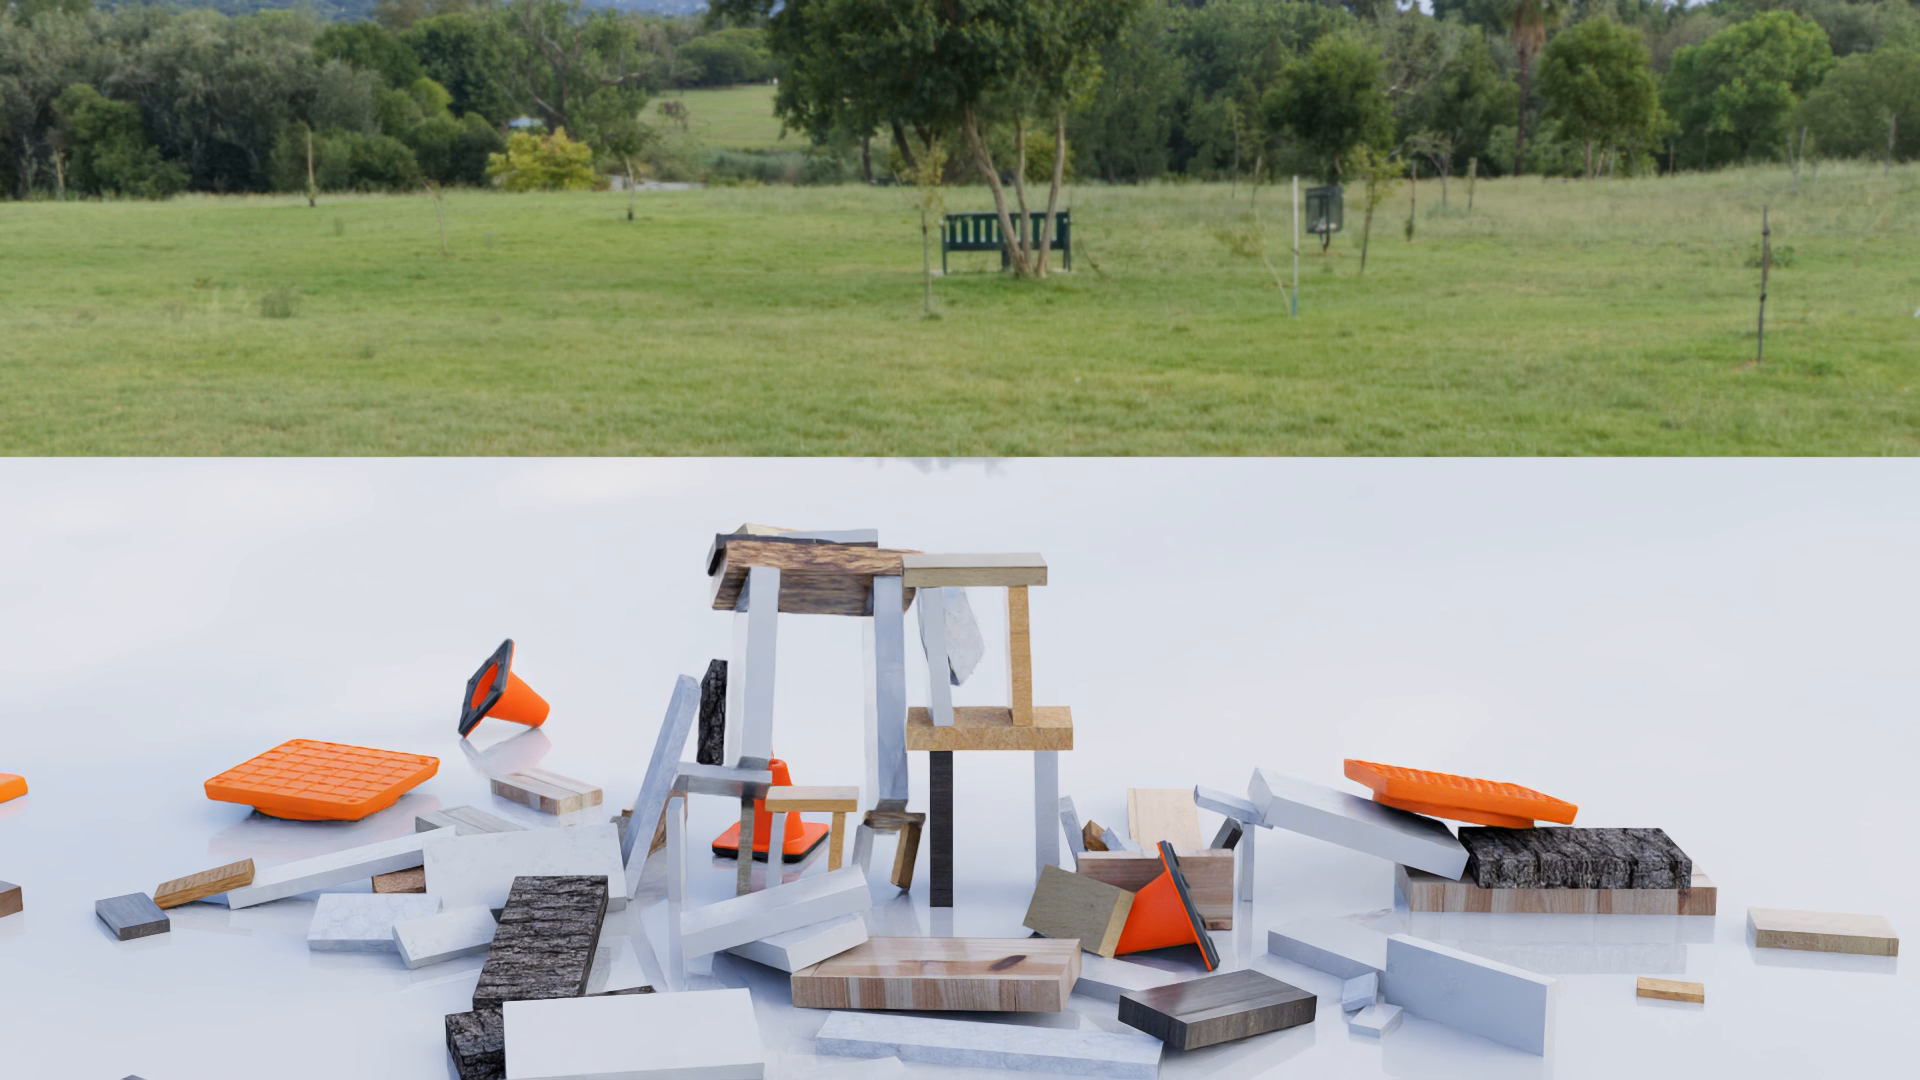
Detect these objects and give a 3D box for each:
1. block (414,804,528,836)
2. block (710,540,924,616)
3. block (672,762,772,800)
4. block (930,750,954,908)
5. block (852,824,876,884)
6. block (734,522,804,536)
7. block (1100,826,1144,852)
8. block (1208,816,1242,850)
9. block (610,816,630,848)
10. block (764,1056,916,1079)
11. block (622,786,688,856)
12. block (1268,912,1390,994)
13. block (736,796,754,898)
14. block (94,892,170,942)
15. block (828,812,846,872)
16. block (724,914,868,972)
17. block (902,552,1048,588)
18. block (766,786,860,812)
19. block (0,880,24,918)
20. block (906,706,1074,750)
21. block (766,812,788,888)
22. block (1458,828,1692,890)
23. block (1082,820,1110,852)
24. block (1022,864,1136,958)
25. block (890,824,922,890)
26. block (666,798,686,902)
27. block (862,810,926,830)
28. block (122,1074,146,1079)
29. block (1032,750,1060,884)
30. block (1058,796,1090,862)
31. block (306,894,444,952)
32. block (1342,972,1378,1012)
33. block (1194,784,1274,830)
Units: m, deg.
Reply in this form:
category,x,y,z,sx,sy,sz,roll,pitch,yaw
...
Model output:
category,x,y,z,sx,sy,sz,roll,pitch,yaw
block,-0.878,0.522,3.953,0.105,0.030,0.210,-10,14,-43
block,-0.251,0.071,3.873,0.350,0.050,0.175,3,-28,-15
block,-0.395,0.400,3.648,0.155,0.022,0.077,7,-29,-14
block,-0.031,0.457,3.647,0.038,0.269,0.135,0,11,0
block,-0.164,0.531,3.677,0.014,0.102,0.051,4,-14,19
block,-0.340,0.012,3.940,0.177,0.025,0.089,8,-37,-45
block,0.309,0.535,3.622,0.161,0.023,0.081,34,7,-25
block,0.425,0.529,3.657,0.019,0.132,0.066,29,9,-5
block,-0.587,0.527,3.769,0.055,0.016,0.111,4,55,20
block,-0.155,0.722,2.888,0.184,0.026,0.092,-4,11,-21
block,-0.541,0.498,3.900,0.027,0.096,0.193,6,12,20
block,0.605,0.630,3.355,0.124,0.035,0.247,-9,14,-41
block,-0.357,0.513,3.656,0.022,0.155,0.077,3,10,-6
block,-1.330,0.604,3.533,0.076,0.022,0.153,-7,13,-34
block,-0.205,0.516,3.653,0.021,0.150,0.075,5,10,-1
block,-0.263,0.597,3.342,0.132,0.037,0.264,-18,8,-30
block,0.022,0.048,3.560,0.228,0.032,0.114,-1,10,-3
block,-0.244,0.429,3.646,0.150,0.021,0.075,0,11,0
block,-1.669,0.600,3.504,0.146,0.041,0.292,7,12,32
block,0.048,0.308,3.606,0.269,0.038,0.135,0,11,0
block,-0.304,0.516,3.653,0.021,0.150,0.075,6,10,-1
block,1.009,0.524,3.628,0.340,0.048,0.170,0,11,1
block,0.275,0.533,3.656,0.161,0.023,0.081,37,9,-5
block,0.182,0.574,3.411,0.029,0.104,0.208,27,-11,-30
block,-0.091,0.530,3.682,0.014,0.102,0.051,5,-17,23
block,-0.472,0.513,3.657,0.022,0.155,0.077,0,11,-1
block,-0.112,0.472,3.702,0.102,0.014,0.051,4,-28,-11
block,-1.096,0.747,2.710,0.147,0.042,0.293,7,12,32
block,0.143,0.459,3.638,0.038,0.269,0.135,-1,11,1
block,0.198,0.512,3.650,0.023,0.161,0.081,-18,10,5
block,-0.914,0.598,3.440,0.190,0.027,0.095,0,38,0
block,0.584,0.660,3.210,0.047,0.013,0.094,-21,4,16
block,0.453,0.441,3.636,0.132,0.019,0.066,18,10,-1
